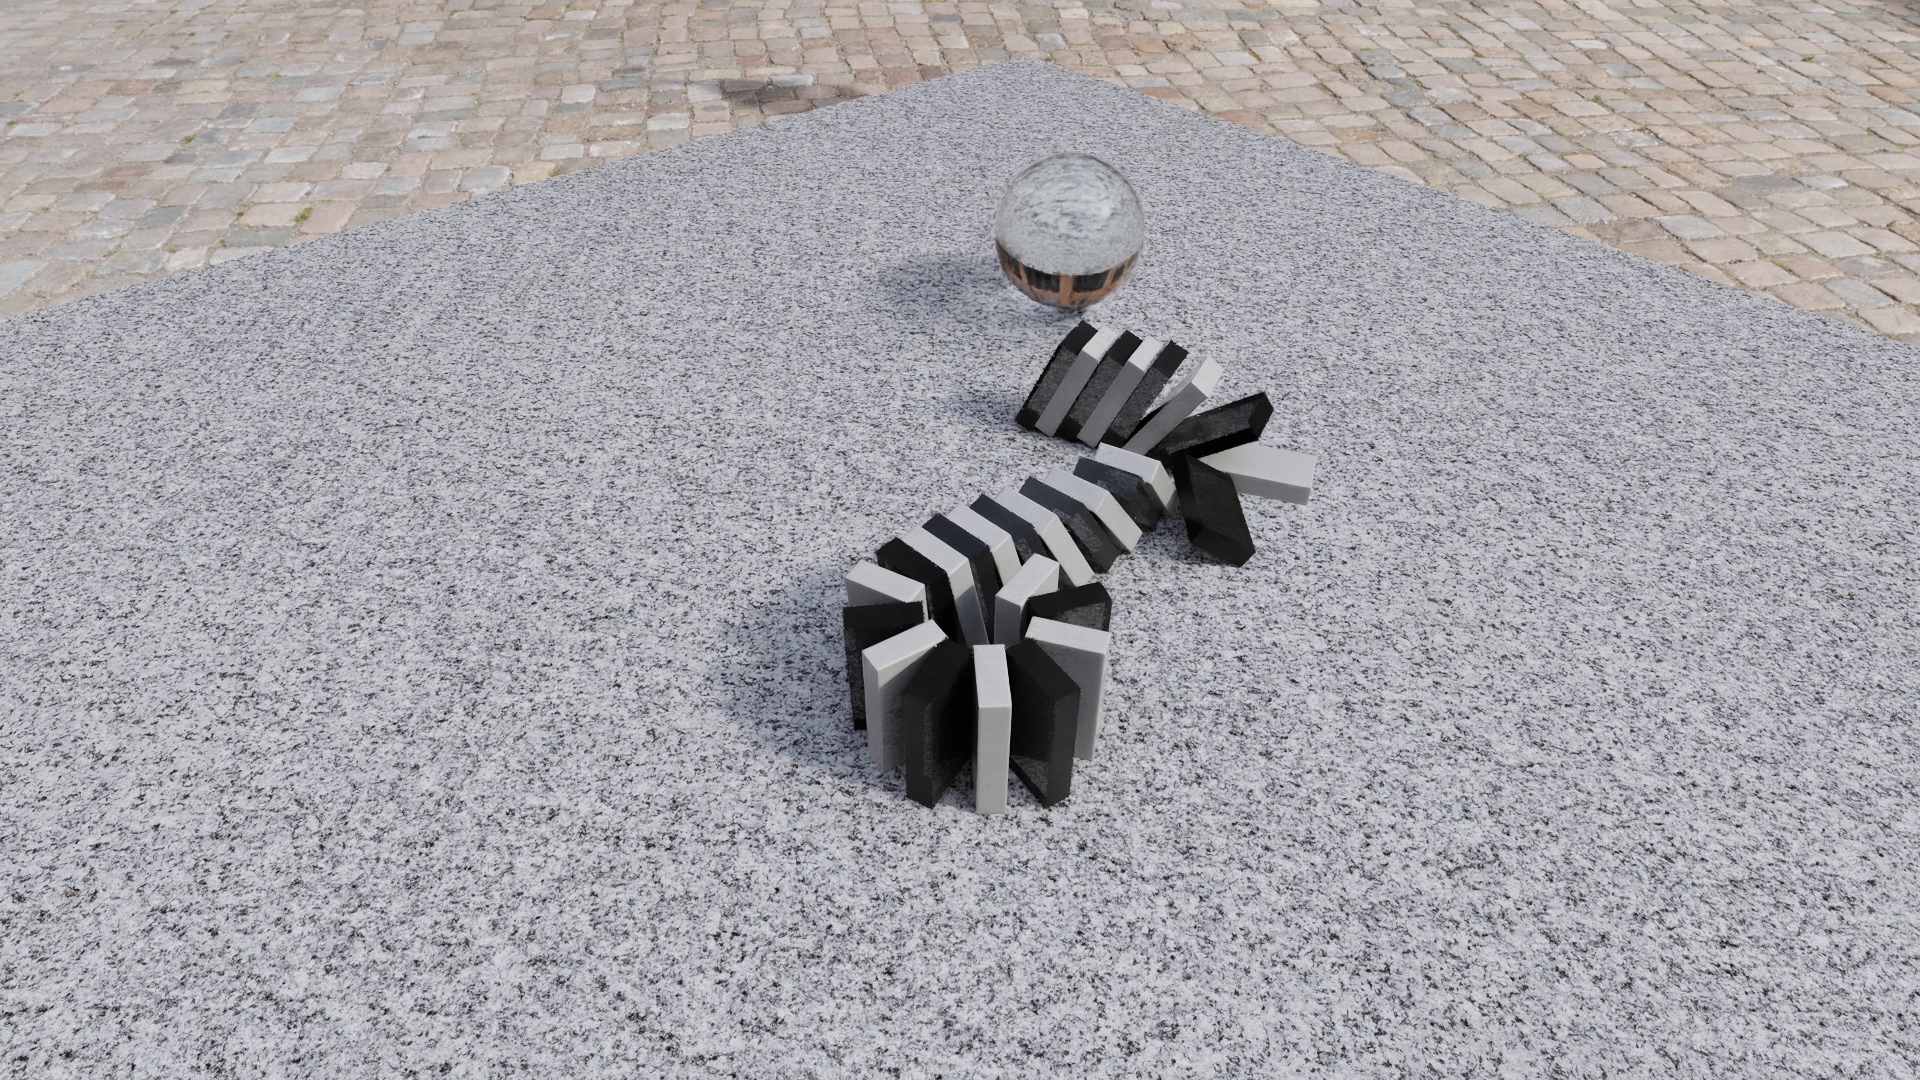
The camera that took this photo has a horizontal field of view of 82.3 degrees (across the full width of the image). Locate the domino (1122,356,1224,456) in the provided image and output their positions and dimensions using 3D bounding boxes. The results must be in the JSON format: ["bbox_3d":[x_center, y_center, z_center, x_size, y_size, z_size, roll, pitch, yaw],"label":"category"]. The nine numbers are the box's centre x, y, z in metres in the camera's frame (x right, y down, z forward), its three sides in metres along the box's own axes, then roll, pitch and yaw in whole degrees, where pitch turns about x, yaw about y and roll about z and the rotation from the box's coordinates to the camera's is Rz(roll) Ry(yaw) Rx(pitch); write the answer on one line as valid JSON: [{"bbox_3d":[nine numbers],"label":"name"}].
[{"bbox_3d":[0.093,-0.057,0.483,0.010,0.050,0.025,41,46,-3],"label":"domino"}]

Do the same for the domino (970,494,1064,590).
[{"bbox_3d":[0.021,0.005,0.405,0.025,0.050,0.009,34,75,34],"label":"domino"}]

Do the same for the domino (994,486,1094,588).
[{"bbox_3d":[0.031,0.000,0.413,0.025,0.050,0.009,33,80,33],"label":"domino"}]

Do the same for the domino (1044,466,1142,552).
[{"bbox_3d":[0.052,-0.011,0.429,0.025,0.050,0.009,28,85,30],"label":"domino"}]

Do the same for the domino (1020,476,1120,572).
[{"bbox_3d":[0.042,-0.005,0.421,0.025,0.050,0.010,30,83,31],"label":"domino"}]

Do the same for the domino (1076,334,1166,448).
[{"bbox_3d":[0.072,-0.066,0.492,0.009,0.050,0.025,36,47,4],"label":"domino"}]

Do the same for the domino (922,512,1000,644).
[{"bbox_3d":[0.002,0.015,0.392,0.009,0.050,0.025,-41,53,-22],"label":"domino"}]

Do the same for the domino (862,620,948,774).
[{"bbox_3d":[-0.017,0.050,0.350,0.025,0.050,0.009,-23,46,-25],"label":"domino"}]

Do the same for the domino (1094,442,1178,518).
[{"bbox_3d":[0.072,-0.024,0.445,0.025,0.050,0.009,21,84,23],"label":"domino"}]

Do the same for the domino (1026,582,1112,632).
[{"bbox_3d":[0.035,0.038,0.365,0.025,0.050,0.009,-12,41,-14],"label":"domino"}]

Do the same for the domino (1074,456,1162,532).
[{"bbox_3d":[0.063,-0.018,0.438,0.025,0.050,0.009,21,84,23],"label":"domino"}]

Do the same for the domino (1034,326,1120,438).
[{"bbox_3d":[0.053,-0.072,0.499,0.010,0.050,0.025,36,47,4],"label":"domino"}]

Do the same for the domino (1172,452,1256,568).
[{"bbox_3d":[0.103,-0.013,0.450,0.025,0.010,0.050,24,35,-19],"label":"domino"}]

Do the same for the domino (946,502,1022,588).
[{"bbox_3d":[0.011,0.010,0.398,0.025,0.050,0.010,34,68,34],"label":"domino"}]

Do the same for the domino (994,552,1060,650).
[{"bbox_3d":[0.022,0.032,0.373,0.009,0.050,0.025,22,44,25],"label":"domino"}]

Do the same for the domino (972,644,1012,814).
[{"bbox_3d":[0.009,0.059,0.339,0.009,0.050,0.025,-2,39,-3],"label":"domino"}]

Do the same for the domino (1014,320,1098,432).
[{"bbox_3d":[0.044,-0.075,0.503,0.010,0.050,0.025,36,47,4],"label":"domino"}]

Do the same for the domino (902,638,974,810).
[{"bbox_3d":[-0.006,0.058,0.341,0.010,0.050,0.025,20,44,22],"label":"domino"}]

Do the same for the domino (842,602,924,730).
[{"bbox_3d":[-0.024,0.042,0.360,0.025,0.050,0.009,-4,43,-4],"label":"domino"}]

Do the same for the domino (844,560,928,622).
[{"bbox_3d":[-0.023,0.031,0.373,0.025,0.050,0.009,20,48,24],"label":"domino"}]

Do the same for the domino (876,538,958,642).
[{"bbox_3d":[-0.014,0.025,0.380,0.010,0.050,0.025,-37,51,-27],"label":"domino"}]

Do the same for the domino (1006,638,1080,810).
[{"bbox_3d":[0.024,0.057,0.341,0.010,0.050,0.025,-22,44,-25],"label":"domino"}]

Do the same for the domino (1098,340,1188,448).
[{"bbox_3d":[0.081,-0.063,0.488,0.010,0.050,0.025,36,47,4],"label":"domino"}]

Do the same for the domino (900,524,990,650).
[{"bbox_3d":[-0.005,0.020,0.387,0.009,0.050,0.025,-41,53,-22],"label":"domino"}]

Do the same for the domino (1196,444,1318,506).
[{"bbox_3d":[0.128,-0.031,0.481,0.050,0.010,0.025,13,41,15],"label":"domino"}]

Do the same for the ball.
[{"bbox_3d":[0.058,-0.164,0.588,0.080,0.080,0.080,0,39,0],"label":"ball"}]

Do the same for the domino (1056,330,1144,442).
[{"bbox_3d":[0.063,-0.069,0.496,0.010,0.050,0.025,36,47,4],"label":"domino"}]

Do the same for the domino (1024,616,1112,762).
[{"bbox_3d":[0.033,0.048,0.352,0.025,0.050,0.009,11,41,13],"label":"domino"}]

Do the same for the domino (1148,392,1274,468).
[{"bbox_3d":[0.109,-0.047,0.478,0.050,0.009,0.025,-17,25,42],"label":"domino"}]
